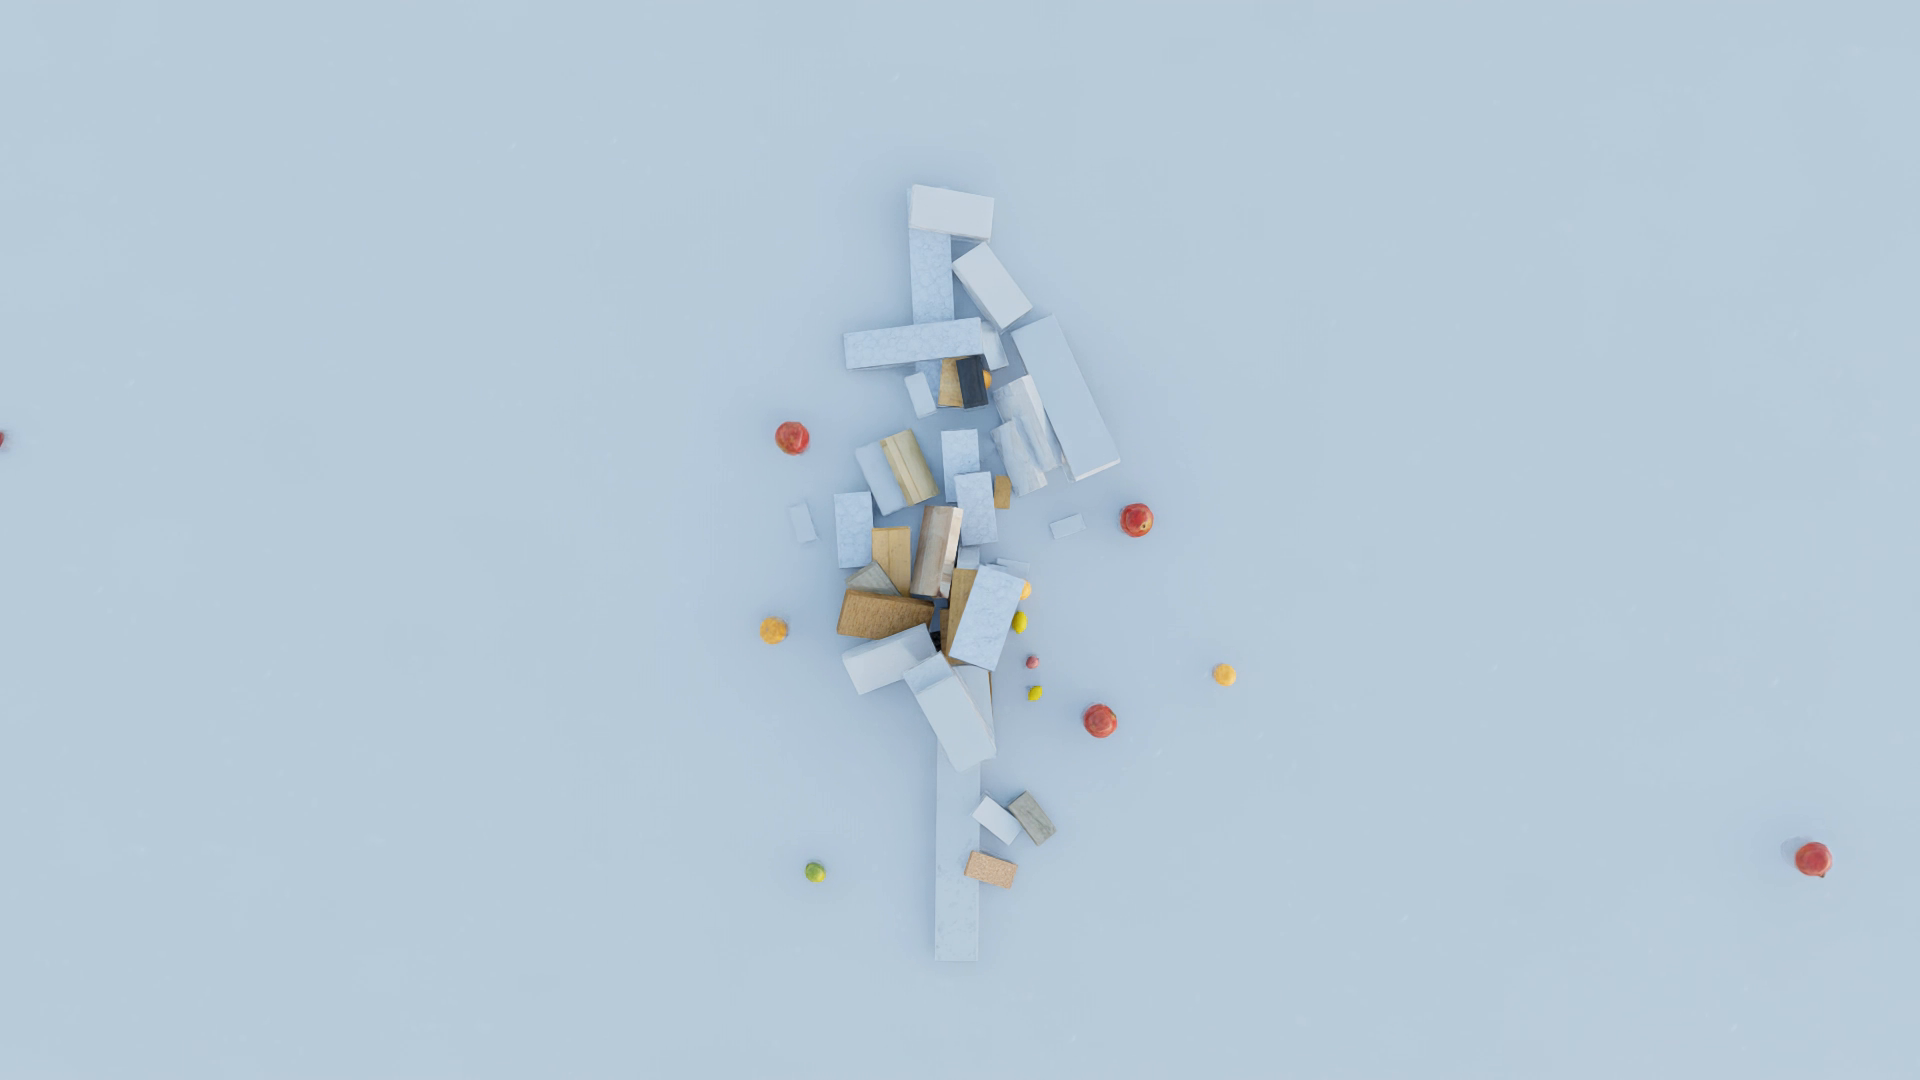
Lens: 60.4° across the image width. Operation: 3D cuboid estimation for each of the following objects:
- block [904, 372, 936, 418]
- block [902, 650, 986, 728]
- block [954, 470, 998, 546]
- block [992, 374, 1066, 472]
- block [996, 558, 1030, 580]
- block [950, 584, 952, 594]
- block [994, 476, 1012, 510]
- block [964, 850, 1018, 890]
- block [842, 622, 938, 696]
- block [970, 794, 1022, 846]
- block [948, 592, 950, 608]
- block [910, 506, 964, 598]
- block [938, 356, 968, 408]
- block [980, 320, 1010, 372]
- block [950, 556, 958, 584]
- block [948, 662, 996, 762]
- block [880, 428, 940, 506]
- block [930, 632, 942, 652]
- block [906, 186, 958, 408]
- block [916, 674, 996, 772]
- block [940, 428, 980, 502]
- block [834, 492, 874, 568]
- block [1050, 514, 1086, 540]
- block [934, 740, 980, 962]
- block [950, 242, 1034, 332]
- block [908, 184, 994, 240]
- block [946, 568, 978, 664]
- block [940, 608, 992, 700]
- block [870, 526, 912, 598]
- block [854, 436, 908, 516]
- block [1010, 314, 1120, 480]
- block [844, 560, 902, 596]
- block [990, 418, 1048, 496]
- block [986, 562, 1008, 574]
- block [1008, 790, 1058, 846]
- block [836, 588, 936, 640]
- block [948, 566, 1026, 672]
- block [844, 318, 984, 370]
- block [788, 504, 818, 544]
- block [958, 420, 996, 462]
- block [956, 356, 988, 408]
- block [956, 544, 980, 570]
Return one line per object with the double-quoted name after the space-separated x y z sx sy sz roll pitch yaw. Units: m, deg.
-0.131 -0.481 5.452 0.068 0.019 0.136 -19 90 0 "block"
-0.050 0.516 5.321 0.143 0.041 0.286 -31 96 5 "block"
0.054 -0.106 5.455 0.119 0.034 0.239 -7 104 0 "block"
0.226 -0.371 5.427 0.044 0.156 0.311 -22 90 -42 "block"
0.175 0.096 5.492 0.109 0.015 0.054 9 90 0 "block"
-0.009 0.194 5.459 0.049 0.014 0.099 3 108 -2 "block"
0.141 -0.159 5.492 0.054 0.015 0.109 5 90 0 "block"
0.102 1.093 5.460 0.167 0.024 0.083 21 84 -17 "block"
-0.224 0.393 5.437 0.295 0.042 0.148 -21 120 3 "block"
0.122 0.928 5.464 0.167 0.024 0.083 40 80 -12 "block"
-0.017 0.207 5.478 0.050 0.014 0.099 -4 108 0 "block"
-0.078 0.037 5.419 0.042 0.148 0.295 14 84 -41 "block"
-0.018 -0.581 5.450 0.081 0.023 0.278 6 90 0 "block"
0.099 -0.644 5.469 0.081 0.023 0.161 -20 90 -33 "block"
0.012 0.118 5.490 0.071 0.020 0.142 13 90 0 "block"
0.025 0.559 5.369 0.158 0.045 0.316 -5 98 2 "block"
-0.165 -0.240 5.450 0.118 0.034 0.237 -25 90 -38 "block"
-0.076 0.355 5.493 0.050 0.014 0.099 -10 90 0 "block"
-0.090 -0.804 5.481 0.136 0.039 0.729 -3 90 0 "block"
-0.012 0.587 5.289 0.143 0.041 0.286 -28 97 4 "block"
0.005 -0.248 5.453 0.119 0.034 0.239 -4 104 -1 "block"
-0.347 -0.033 5.473 0.123 0.035 0.247 -4 86 2 "block"
0.359 -0.045 5.492 0.109 0.015 0.054 -19 90 0 "block"
-0.007 0.934 5.480 0.143 0.041 0.919 1 90 0 "block"
0.105 -0.839 5.461 0.136 0.039 0.273 -36 90 -17 "block"
-0.028 -1.081 5.443 0.273 0.039 0.136 7 88 -15 "block"
0.043 0.254 5.395 0.158 0.045 0.316 5 89 0 "block"
0.023 0.462 5.437 0.158 0.045 0.475 -3 89 0 "block"
-0.227 0.081 5.436 0.123 0.035 0.247 -4 107 -10 "block"
-0.249 -0.211 5.466 0.118 0.034 0.237 -25 90 0 "block"
0.344 -0.470 5.404 0.156 0.044 0.548 -23 74 0 "block"
-0.260 0.194 5.424 0.123 0.035 0.247 -32 117 5 "block"
0.194 -0.272 5.443 0.034 0.119 0.238 -22 89 -42 "block"
0.109 0.151 5.480 0.071 0.020 0.142 10 98 0 "block"
0.240 0.924 5.474 0.083 0.024 0.167 -37 90 -21 "block"
-0.244 0.255 5.413 0.295 0.042 0.148 9 113 -16 "block"
0.087 0.254 5.325 0.156 0.044 0.311 19 81 2 "block"
-0.154 -0.647 5.440 0.458 0.034 0.118 -6 88 10 "block"
-0.523 -0.055 5.491 0.062 0.018 0.124 -17 90 0 "block"
0.046 -0.329 5.490 0.136 0.019 0.068 38 90 0 "block"
0.040 -0.518 5.423 0.081 0.023 0.161 -10 90 6 "block"
0.028 0.055 5.431 0.071 0.142 0.020 5 115 0 "block"
